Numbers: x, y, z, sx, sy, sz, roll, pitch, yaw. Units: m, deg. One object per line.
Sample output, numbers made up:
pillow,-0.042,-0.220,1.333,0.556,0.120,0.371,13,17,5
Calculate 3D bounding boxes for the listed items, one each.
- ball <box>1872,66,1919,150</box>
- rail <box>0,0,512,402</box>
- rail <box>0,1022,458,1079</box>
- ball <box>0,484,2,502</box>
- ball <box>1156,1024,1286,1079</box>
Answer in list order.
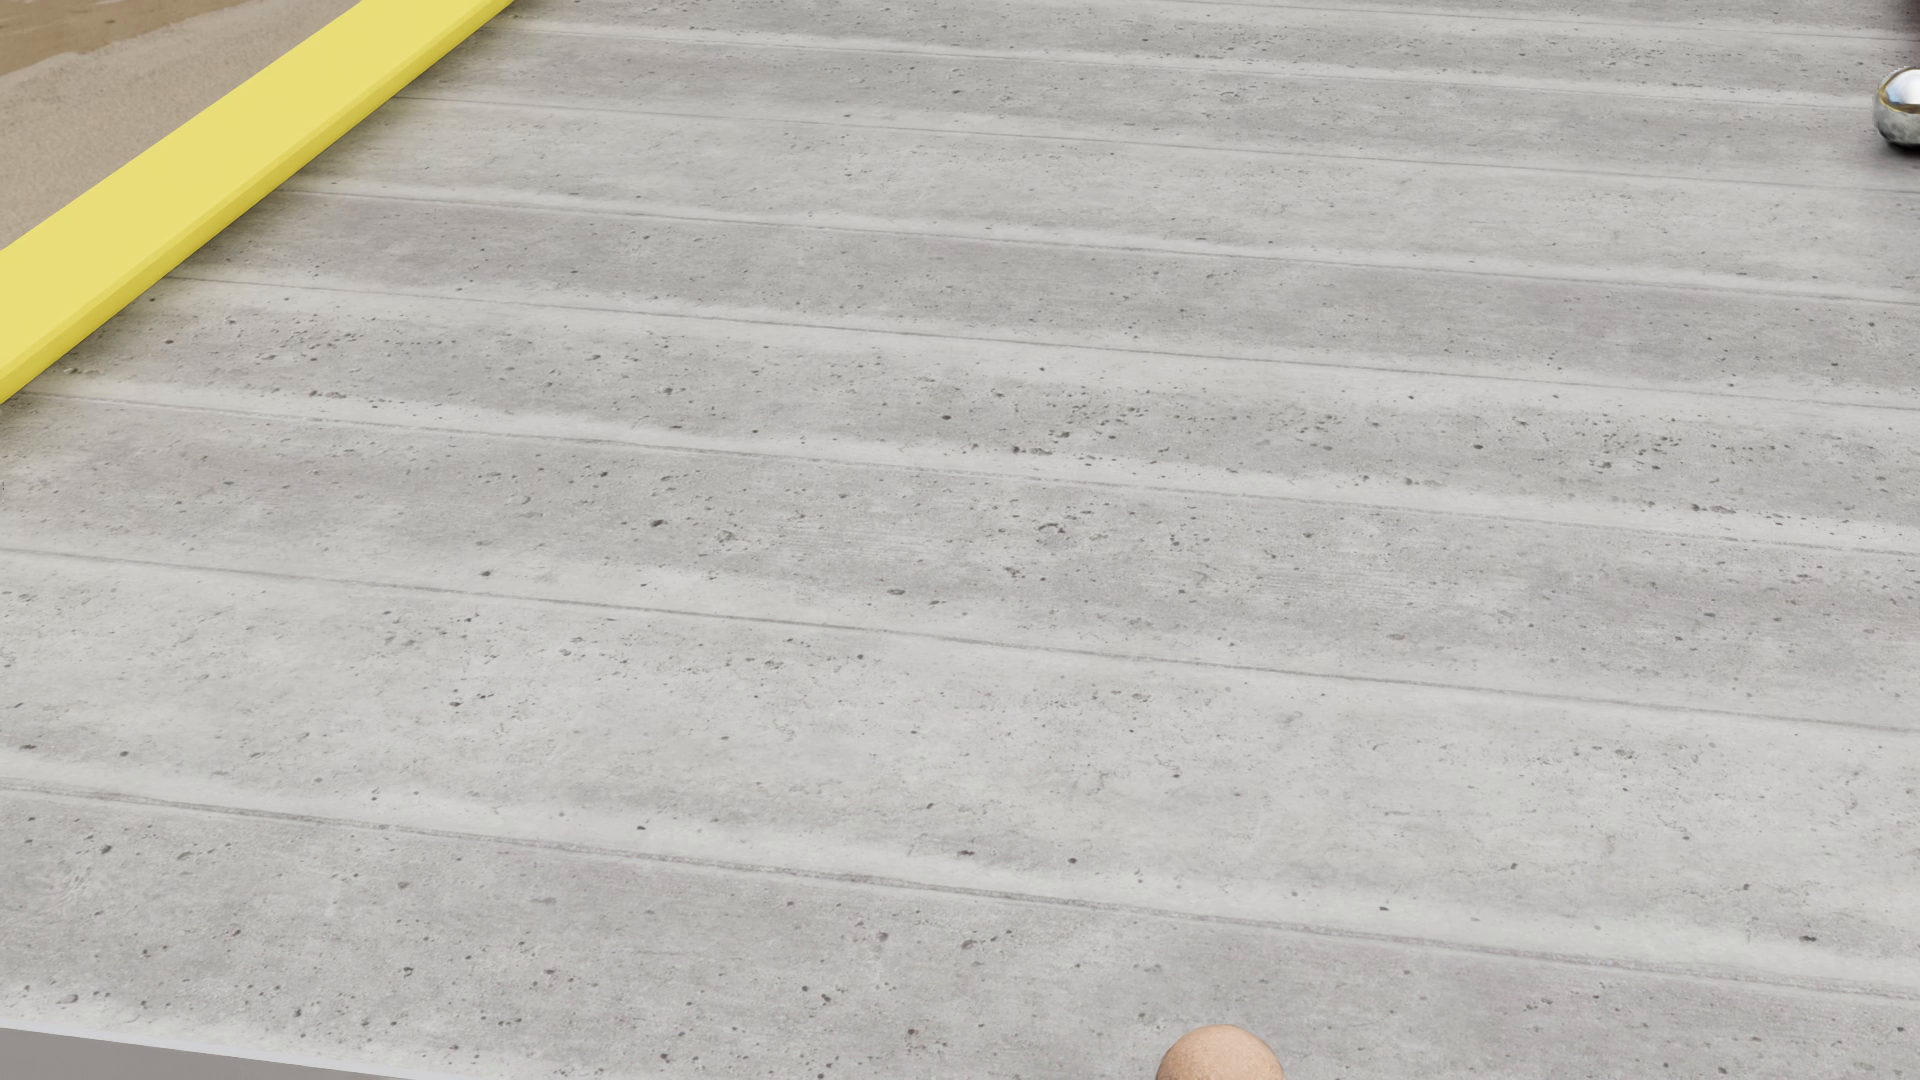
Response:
ball,0.873,-0.395,2.689,0.075,0.075,0.075,0,26,0
rail,-0.576,-0.376,2.612,0.045,0.107,2.797,5,26,10
rail,-0.135,0.271,1.266,1.509,0.107,0.045,5,26,10
ball,-0.670,-0.031,1.924,0.082,0.082,0.082,0,26,0
ball,0.120,0.254,1.355,0.061,0.061,0.061,0,26,0
